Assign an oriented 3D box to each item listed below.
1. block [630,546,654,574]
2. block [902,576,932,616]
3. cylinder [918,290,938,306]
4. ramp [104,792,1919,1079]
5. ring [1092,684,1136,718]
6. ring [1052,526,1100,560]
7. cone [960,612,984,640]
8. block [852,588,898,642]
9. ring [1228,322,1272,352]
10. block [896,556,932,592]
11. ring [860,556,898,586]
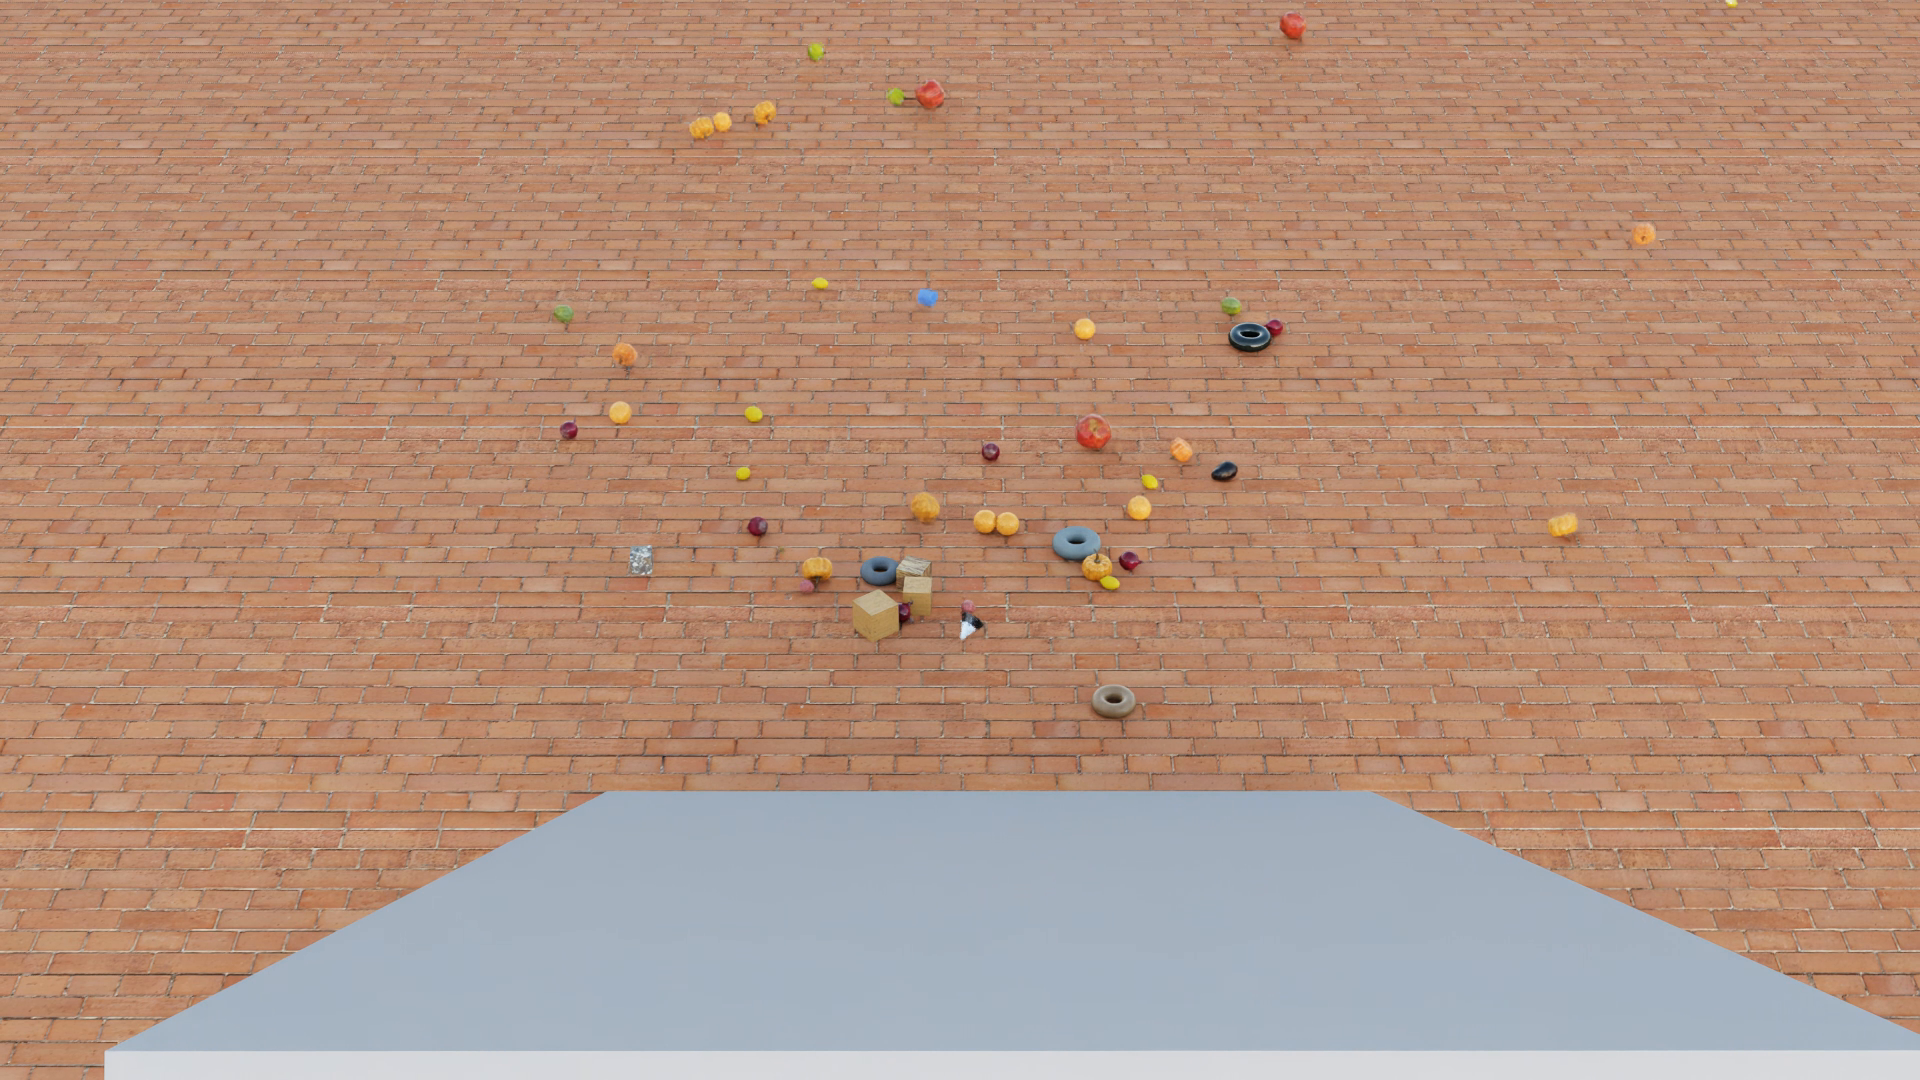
[{"bbox_3d":[-0.953,0.060,7.771,0.063,0.063,0.063,-2,34,-2],"label":"block"},{"bbox_3d":[-0.124,0.164,7.602,0.080,0.080,0.080,2,34,3],"label":"block"},{"bbox_3d":[-0.115,-0.850,9.117,0.052,0.052,0.052,15,37,21],"label":"cylinder"},{"bbox_3d":[0.076,0.655,4.802,2.000,0.100,4.000,0,-2,0],"label":"ramp"},{"bbox_3d":[0.427,0.449,7.218,0.127,0.042,0.127,0,36,0],"label":"ring"},{"bbox_3d":[0.353,0.010,7.857,0.149,0.050,0.149,-1,34,1],"label":"ring"},{"bbox_3d":[0.019,0.259,7.505,0.072,0.072,0.072,19,65,26],"label":"cone"},{"bbox_3d":[-0.244,0.219,7.508,0.095,0.095,0.095,-23,40,-30],"label":"block"},{"bbox_3d":[0.992,-0.694,8.891,0.149,0.050,0.149,0,36,0],"label":"ring"},{"bbox_3d":[-0.135,0.106,7.687,0.080,0.080,0.080,13,36,19],"label":"block"},{"bbox_3d":[-0.237,0.093,7.743,0.123,0.041,0.123,-1,35,0],"label":"ring"}]
